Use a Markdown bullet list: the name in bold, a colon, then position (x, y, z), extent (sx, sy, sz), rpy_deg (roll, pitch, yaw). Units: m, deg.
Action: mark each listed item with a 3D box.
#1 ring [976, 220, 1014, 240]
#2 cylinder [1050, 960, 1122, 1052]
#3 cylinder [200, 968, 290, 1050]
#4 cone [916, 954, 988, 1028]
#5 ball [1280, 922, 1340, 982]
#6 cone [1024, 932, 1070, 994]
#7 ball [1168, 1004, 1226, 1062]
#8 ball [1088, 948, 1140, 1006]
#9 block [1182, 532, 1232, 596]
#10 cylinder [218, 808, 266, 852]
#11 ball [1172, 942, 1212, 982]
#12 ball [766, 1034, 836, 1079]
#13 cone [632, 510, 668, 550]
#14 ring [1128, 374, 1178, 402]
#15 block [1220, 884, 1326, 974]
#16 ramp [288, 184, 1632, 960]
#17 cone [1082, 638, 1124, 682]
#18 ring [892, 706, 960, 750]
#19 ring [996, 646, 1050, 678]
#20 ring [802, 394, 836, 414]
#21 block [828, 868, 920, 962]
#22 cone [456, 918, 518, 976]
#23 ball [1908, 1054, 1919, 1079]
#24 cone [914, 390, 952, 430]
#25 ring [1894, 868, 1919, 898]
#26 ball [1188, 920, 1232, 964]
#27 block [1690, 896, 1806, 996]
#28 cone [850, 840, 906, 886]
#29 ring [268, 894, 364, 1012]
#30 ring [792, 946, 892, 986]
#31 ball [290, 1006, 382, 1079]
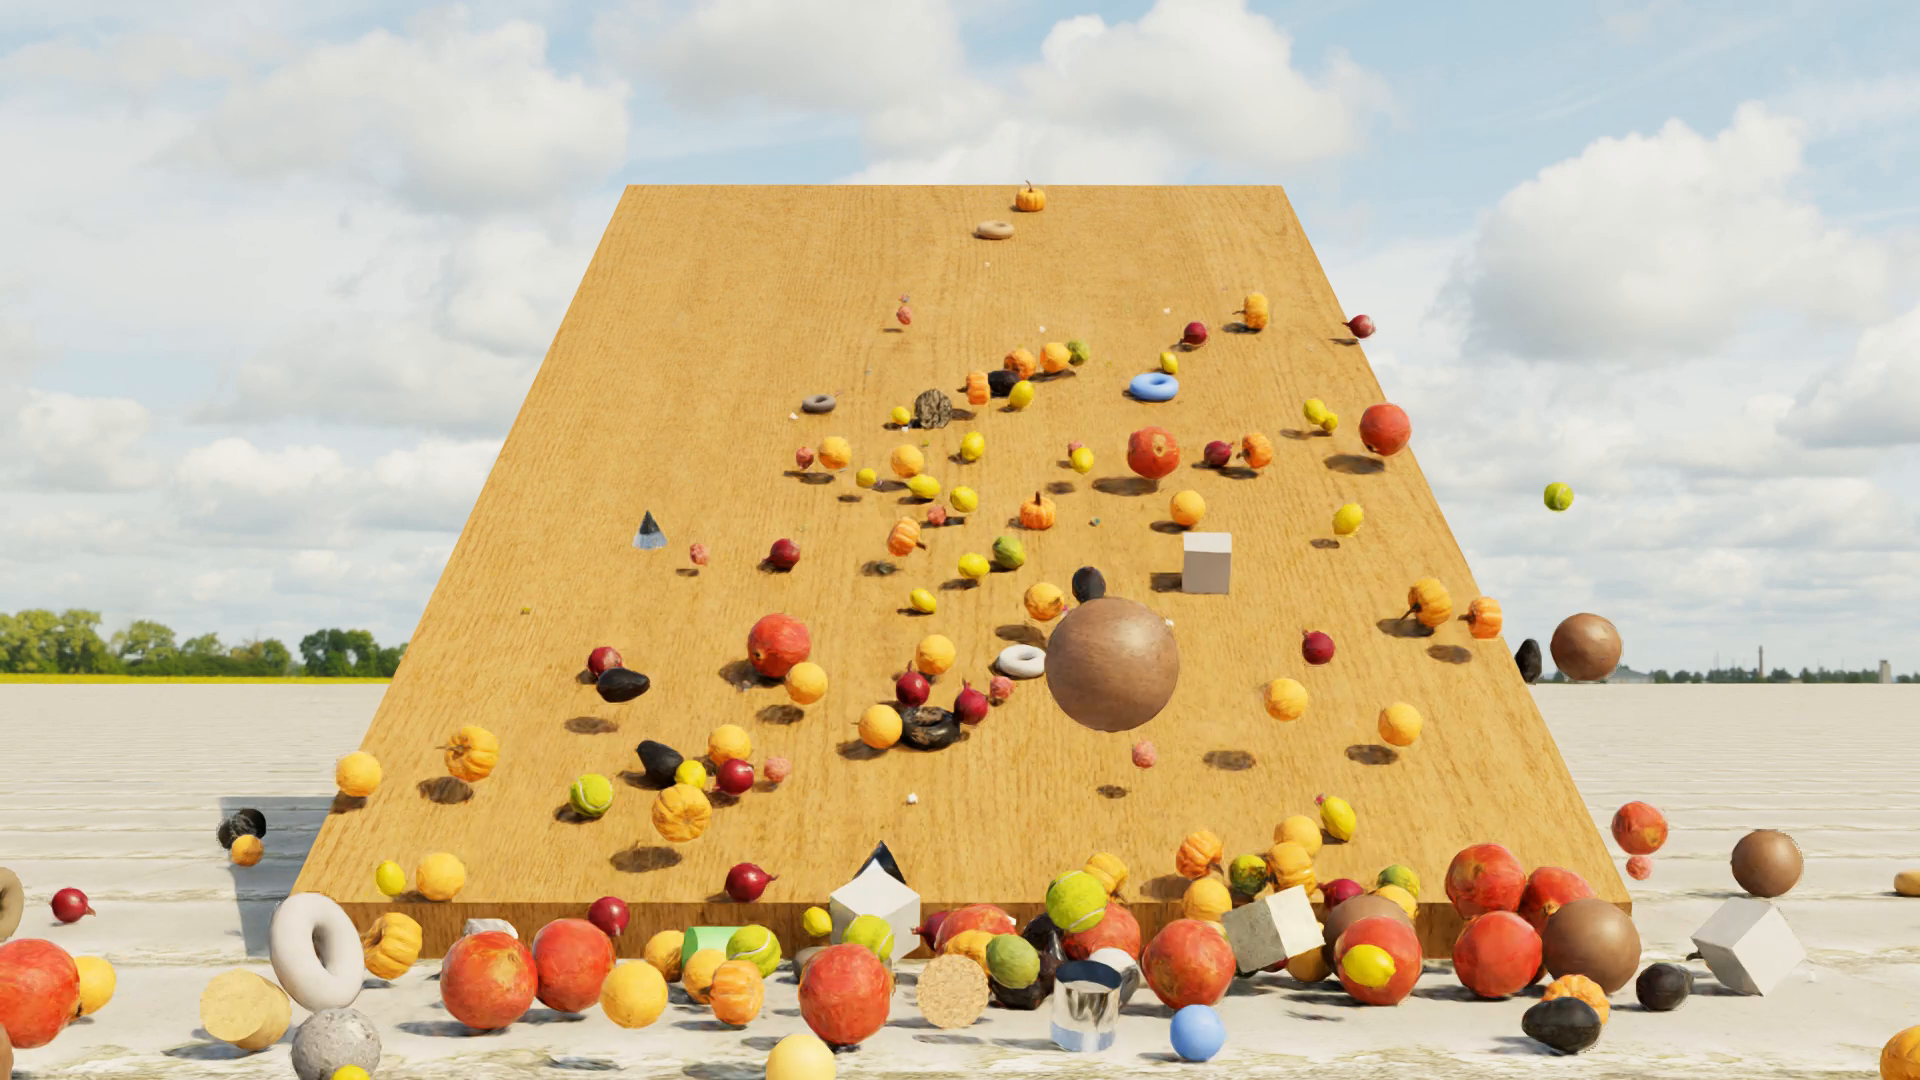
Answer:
- **ring**: position (0.099, -0.879, 6.602), extent (0.106, 0.035, 0.106), rpy_deg (1, 23, 0)
- **cylinder**: position (0.143, 0.530, 2.648), extent (0.076, 0.076, 0.076), rpy_deg (4, 19, -1)
- **cylinder**: position (-0.800, 0.526, 2.605), extent (0.079, 0.079, 0.079), rpy_deg (0, -21, 0)
- **cone**: position (-0.017, 0.552, 2.847), extent (0.089, 0.089, 0.089), rpy_deg (1, -10, -10)
- **ball**: position (0.486, 0.572, 3.232), extent (0.085, 0.085, 0.085), rpy_deg (0, -3, 0)
- **cone**: position (0.127, 0.569, 3.152), extent (0.081, 0.081, 0.081), rpy_deg (0, -3, 0)
- **ball**: position (0.262, 0.544, 2.566), extent (0.062, 0.062, 0.062), rpy_deg (0, -3, 0)
- **ball**: position (0.194, 0.563, 2.994), extent (0.075, 0.075, 0.075), rpy_deg (0, -3, 0)
- **block**: position (0.473, 0.045, 4.455), extent (0.090, 0.090, 0.090), rpy_deg (3, 24, 6)
- **cylinder**: position (-1.726, 0.698, 5.594), extent (0.083, 0.083, 0.083), rpy_deg (-30, -22, 37)
- **ball**: position (0.323, 0.586, 3.229), extent (0.056, 0.056, 0.056), rpy_deg (0, -3, 0)
- **ball**: position (-0.158, 0.524, 2.301), extent (0.070, 0.070, 0.070), rpy_deg (0, -3, 0)
- **cone**: position (-0.620, -0.028, 4.636), extent (0.072, 0.072, 0.072), rpy_deg (0, 24, 0)
- **ring**: position (0.452, -0.356, 5.422), extent (0.116, 0.039, 0.116), rpy_deg (-1, 25, 0)
- **block**: position (0.417, 0.519, 3.105), extent (0.084, 0.084, 0.084), rpy_deg (-9, -16, -46)
- **ramp**: position (-0.008, -0.228, 5.301), extent (2.000, 0.100, 4.000), rpy_deg (0, 24, 0)
- **cone**: position (0.245, 0.214, 4.142), extent (0.077, 0.077, 0.077), rpy_deg (1, -3, -13)
- **ring**: position (-0.057, 0.315, 3.909), extent (0.116, 0.039, 0.116), rpy_deg (0, 23, 0)
- **ring**: position (0.112, 0.216, 4.141), extent (0.094, 0.031, 0.094), rpy_deg (1, 23, 0)
- **ring**: position (-0.324, -0.313, 5.336), extent (0.078, 0.026, 0.078), rpy_deg (-1, 25, 0)
- **block**: position (-0.122, 0.545, 3.334), extent (0.092, 0.092, 0.092), rpy_deg (-26, 39, -37)
- **cone**: position (-0.668, 0.544, 3.220), extent (0.090, 0.090, 0.090), rpy_deg (-1, -36, 10)
- **ball**: position (0.953, 0.523, 2.250), extent (0.066, 0.066, 0.066), rpy_deg (0, -3, 0)
- **cone**: position (-0.069, -0.291, 5.269), extent (0.090, 0.090, 0.090), rpy_deg (1, -3, -11)
- **ring**: position (1.888, 0.665, 4.504), extent (0.150, 0.050, 0.150), rpy_deg (-1, -4, 0)
- **ball**: position (0.353, 0.568, 3.280), extent (0.060, 0.060, 0.060), rpy_deg (0, -3, 0)
- **block**: position (1.057, 0.544, 3.120), extent (0.086, 0.086, 0.086), rpy_deg (-39, 12, -15)
- **cone**: position (-0.138, 0.507, 3.422), extent (0.097, 0.097, 0.097), rpy_deg (-26, 2, -12)
- **ring**: position (-0.746, 0.479, 2.698), extent (0.049, 0.146, 0.146), rpy_deg (-23, -10, 15)
- **ring**: position (-0.164, 0.591, 3.234), extent (0.139, 0.046, 0.139), rpy_deg (1, -5, 0)
- **ball**: position (-0.628, 0.515, 2.343), extent (0.088, 0.088, 0.088), rpy_deg (0, -3, 0)
